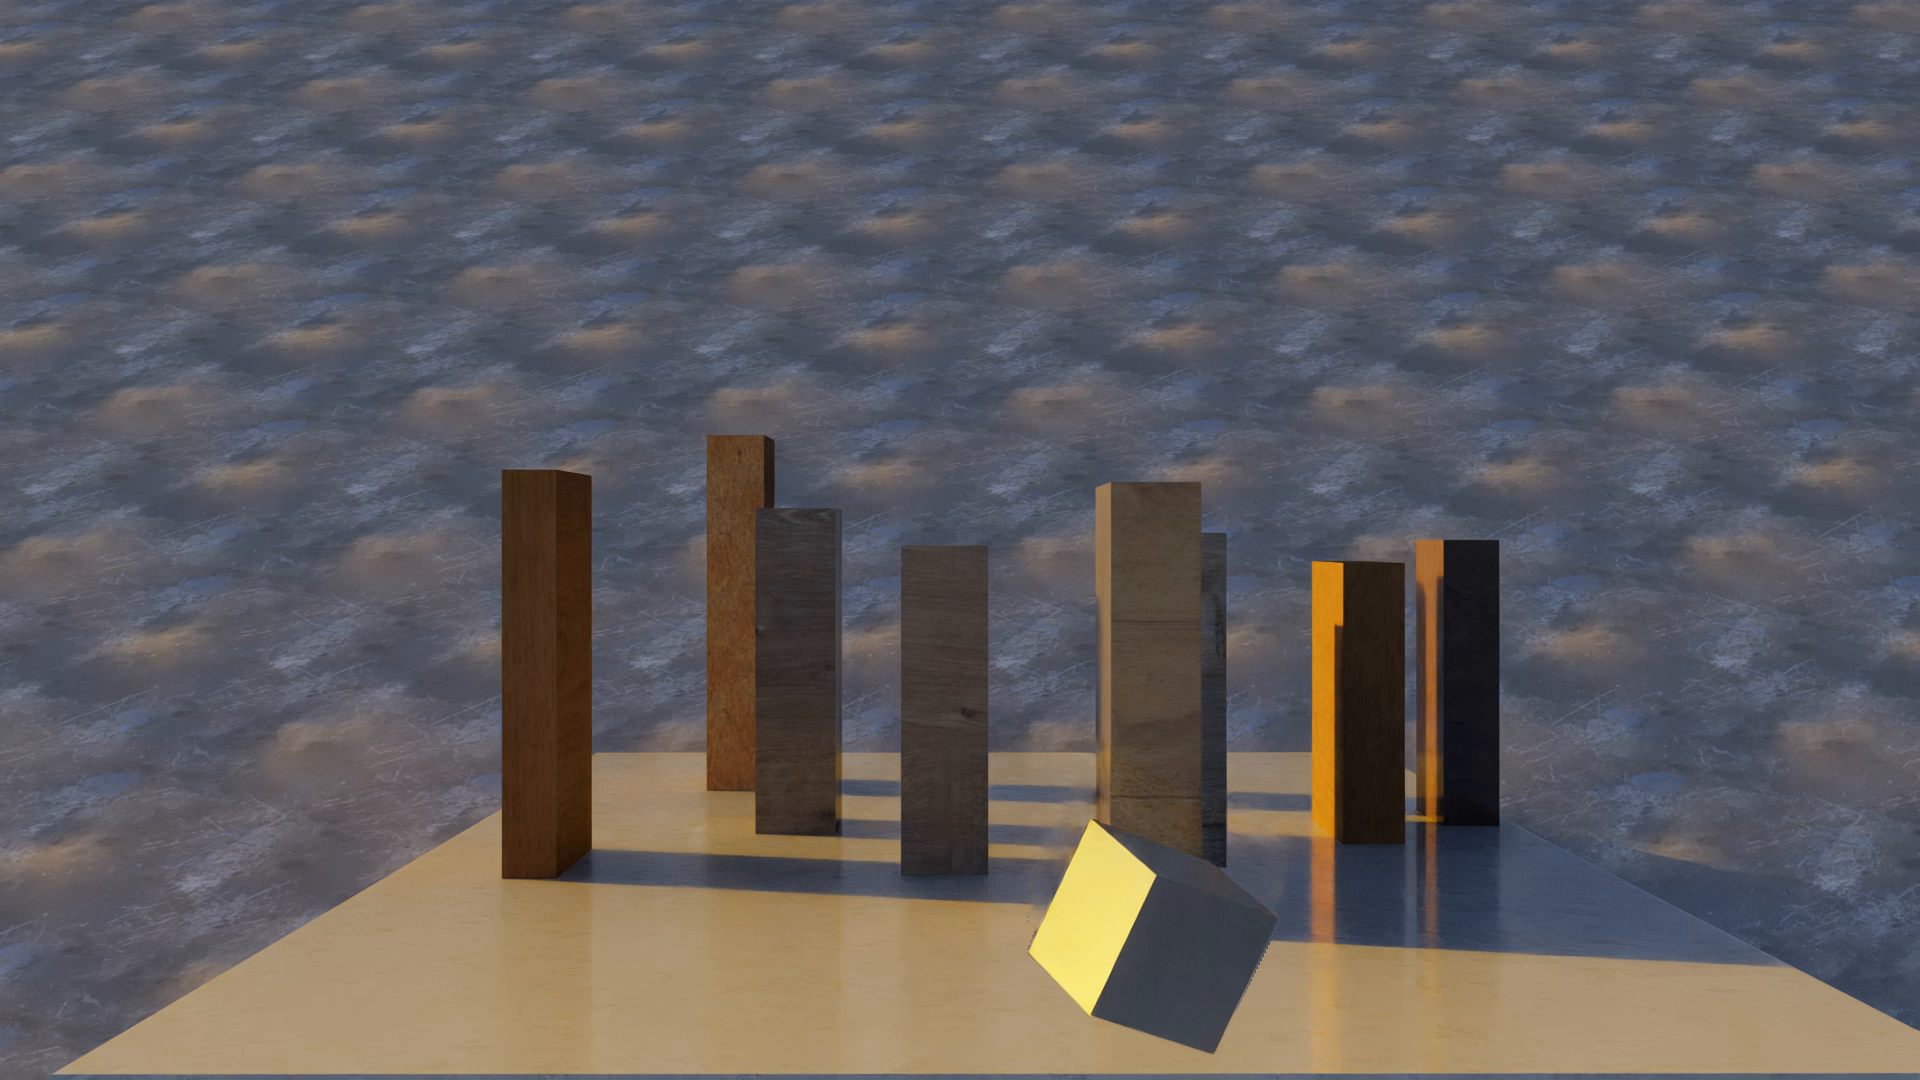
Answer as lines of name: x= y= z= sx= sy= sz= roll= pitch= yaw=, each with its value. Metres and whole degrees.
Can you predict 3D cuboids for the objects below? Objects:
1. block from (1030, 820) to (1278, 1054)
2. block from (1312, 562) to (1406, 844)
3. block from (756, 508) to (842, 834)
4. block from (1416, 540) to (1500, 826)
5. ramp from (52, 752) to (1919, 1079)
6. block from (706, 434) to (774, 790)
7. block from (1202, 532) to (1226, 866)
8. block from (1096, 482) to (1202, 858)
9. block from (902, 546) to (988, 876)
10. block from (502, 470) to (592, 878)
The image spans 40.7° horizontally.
block: x=0.188 y=0.388 z=2.540 sx=0.148 sy=0.148 sz=0.148 roll=22 pitch=6 yaw=-26
block: x=0.744 y=0.294 z=4.853 sx=0.111 sy=0.505 sz=0.409 roll=0 pitch=0 yaw=0
block: x=-0.306 y=0.244 z=4.948 sx=0.149 sy=0.606 sz=0.270 roll=0 pitch=0 yaw=0
block: x=0.977 y=0.273 z=5.087 sx=0.107 sy=0.547 sz=0.294 roll=0 pitch=0 yaw=0
ramp: x=0.067 y=0.597 z=4.654 sx=2.000 sy=0.100 sz=4.000 roll=0 pitch=0 yaw=0
block: x=-0.490 y=0.159 z=5.808 sx=0.125 sy=0.776 sz=0.327 roll=0 pitch=0 yaw=0
block: x=0.401 y=0.267 z=4.513 sx=0.089 sy=0.559 sz=0.371 roll=0 pitch=0 yaw=0
block: x=0.273 y=0.233 z=3.809 sx=0.126 sy=0.628 sz=0.400 roll=0 pitch=0 yaw=0
block: x=-0.025 y=0.278 z=4.343 sx=0.142 sy=0.538 sz=0.244 roll=0 pitch=0 yaw=0
block: x=-0.697 y=0.217 z=4.384 sx=0.088 sy=0.661 sz=0.403 roll=0 pitch=0 yaw=0
